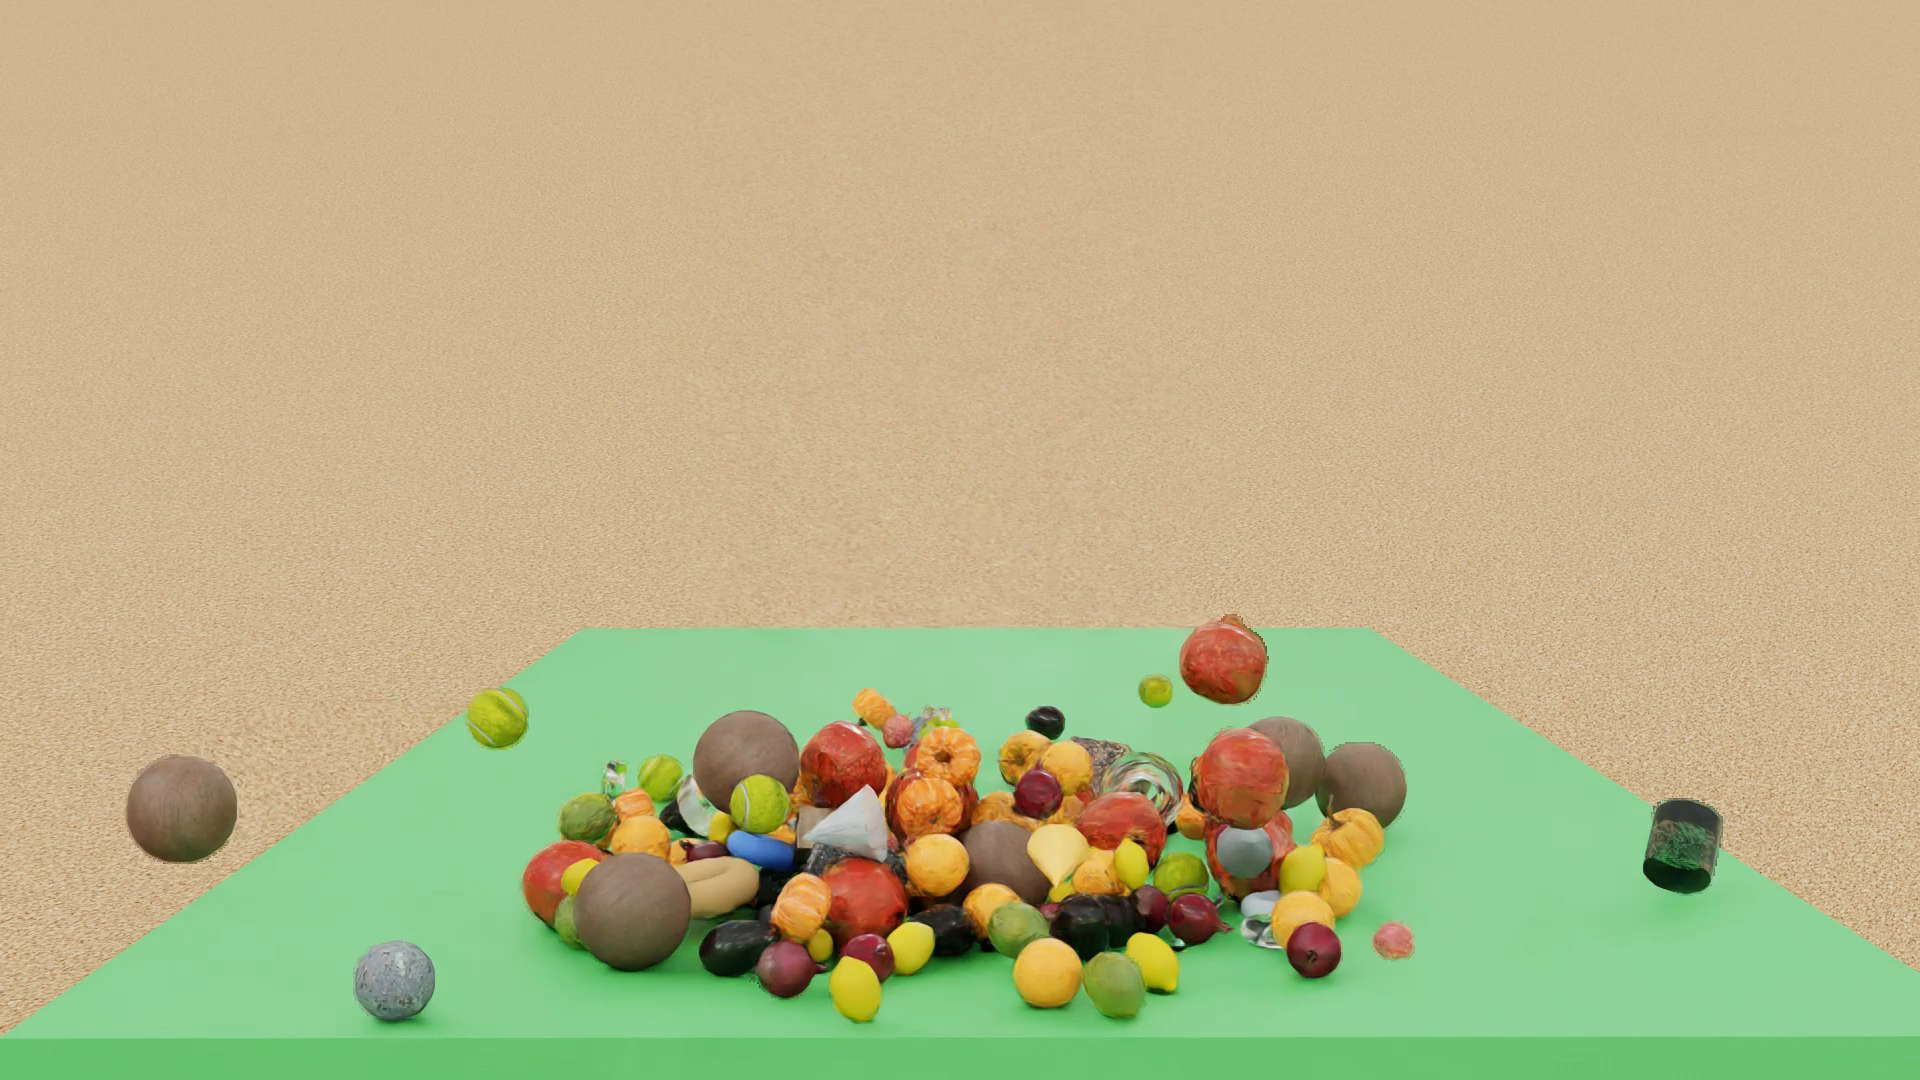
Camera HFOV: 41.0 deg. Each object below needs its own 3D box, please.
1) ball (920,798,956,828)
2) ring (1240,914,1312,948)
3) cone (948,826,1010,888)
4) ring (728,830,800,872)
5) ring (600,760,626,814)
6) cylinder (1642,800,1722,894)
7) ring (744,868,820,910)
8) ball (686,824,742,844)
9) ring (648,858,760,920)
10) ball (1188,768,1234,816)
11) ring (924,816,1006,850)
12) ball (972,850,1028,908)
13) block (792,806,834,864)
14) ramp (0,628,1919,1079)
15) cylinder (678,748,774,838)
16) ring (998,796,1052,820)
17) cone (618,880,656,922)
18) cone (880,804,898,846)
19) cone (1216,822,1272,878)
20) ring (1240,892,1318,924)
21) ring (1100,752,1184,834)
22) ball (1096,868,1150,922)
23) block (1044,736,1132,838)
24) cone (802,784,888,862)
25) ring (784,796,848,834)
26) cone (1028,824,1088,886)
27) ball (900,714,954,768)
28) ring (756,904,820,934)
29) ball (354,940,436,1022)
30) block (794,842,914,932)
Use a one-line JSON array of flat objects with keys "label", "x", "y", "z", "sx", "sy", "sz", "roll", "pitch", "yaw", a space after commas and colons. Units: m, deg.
[{"label": "ball", "x": -0.032, "y": 0.392, "z": 3.652, "sx": 0.051, "sy": 0.051, "sz": 0.051, "roll": 0, "pitch": 19, "yaw": 0}, {"label": "ring", "x": 0.364, "y": 0.450, "z": 2.952, "sx": 0.083, "sy": 0.028, "sz": 0.083, "roll": 4, "pitch": 3, "yaw": 0}, {"label": "cone", "x": 0.017, "y": 0.423, "z": 3.286, "sx": 0.083, "sy": 0.083, "sz": 0.083, "roll": -30, "pitch": 30, "yaw": -20}, {"label": "ring", "x": -0.243, "y": 0.387, "z": 3.190, "sx": 0.097, "sy": 0.032, "sz": 0.097, "roll": 18, "pitch": -2, "yaw": 1}, {"label": "ring", "x": -0.507, "y": 0.362, "z": 3.754, "sx": 0.026, "sy": 0.078, "sz": 0.078, "roll": 6, "pitch": 17, "yaw": -18}, {"label": "cylinder", "x": 0.900, "y": 0.382, "z": 3.197, "sx": 0.083, "sy": 0.083, "sz": 0.083, "roll": 8, "pitch": 52, "yaw": 22}, {"label": "ring", "x": -0.214, "y": 0.430, "z": 3.160, "sx": 0.123, "sy": 0.041, "sz": 0.123, "roll": 0, "pitch": 2, "yaw": 0}, {"label": "ball", "x": -0.342, "y": 0.380, "z": 3.580, "sx": 0.084, "sy": 0.084, "sz": 0.084, "roll": 0, "pitch": 19, "yaw": 0}, {"label": "ring", "x": -0.300, "y": 0.409, "z": 3.007, "sx": 0.134, "sy": 0.045, "sz": 0.134, "roll": -10, "pitch": 10, "yaw": 2}, {"label": "ball", "x": 0.323, "y": 0.324, "z": 3.304, "sx": 0.060, "sy": 0.060, "sz": 0.060, "roll": 0, "pitch": 19, "yaw": 0}, {"label": "ring", "x": 0.007, "y": 0.405, "z": 3.557, "sx": 0.114, "sy": 0.038, "sz": 0.114, "roll": -1, "pitch": 0, "yaw": 0}, {"label": "ball", "x": 0.050, "y": 0.416, "z": 3.151, "sx": 0.070, "sy": 0.070, "sz": 0.070, "roll": 0, "pitch": 19, "yaw": 0}, {"label": "block", "x": -0.174, "y": 0.363, "z": 3.140, "sx": 0.054, "sy": 0.054, "sz": 0.054, "roll": 6, "pitch": 61, "yaw": -6}, {"label": "ramp", "x": 0.045, "y": 0.408, "z": 4.537, "sx": 2.000, "sy": 0.100, "sz": 4.000, "roll": 0, "pitch": 4, "yaw": 0}, {"label": "cylinder", "x": -0.308, "y": 0.333, "z": 3.370, "sx": 0.096, "sy": 0.096, "sz": 0.096, "roll": -14, "pitch": -13, "yaw": -34}, {"label": "ring", "x": 0.095, "y": 0.395, "z": 3.782, "sx": 0.080, "sy": 0.027, "sz": 0.080, "roll": 4, "pitch": 0, "yaw": 0}, {"label": "cone", "x": -0.382, "y": 0.443, "z": 3.099, "sx": 0.053, "sy": 0.053, "sz": 0.053, "roll": 0, "pitch": -23, "yaw": 1}, {"label": "cone", "x": -0.119, "y": 0.408, "z": 3.546, "sx": 0.072, "sy": 0.072, "sz": 0.072, "roll": 1, "pitch": -23, "yaw": 3}, {"label": "cone", "x": 0.339, "y": 0.359, "z": 3.007, "sx": 0.067, "sy": 0.067, "sz": 0.067, "roll": -1, "pitch": -14, "yaw": -3}, {"label": "ring", "x": 0.381, "y": 0.441, "z": 3.063, "sx": 0.094, "sy": 0.031, "sz": 0.094, "roll": 1, "pitch": 4, "yaw": 0}, {"label": "ring", "x": 0.235, "y": 0.326, "z": 3.309, "sx": 0.108, "sy": 0.108, "sz": 0.036, "roll": 2, "pitch": -16, "yaw": 5}, {"label": "ball", "x": 0.195, "y": 0.425, "z": 3.070, "sx": 0.063, "sy": 0.063, "sz": 0.063, "roll": 0, "pitch": 19, "yaw": 0}, {"label": "block", "x": 0.196, "y": 0.349, "z": 3.635, "sx": 0.094, "sy": 0.094, "sz": 0.094, "roll": 6, "pitch": 52, "yaw": 36}, {"label": "cone", "x": -0.139, "y": 0.331, "z": 2.922, "sx": 0.090, "sy": 0.090, "sz": 0.090, "roll": -13, "pitch": 17, "yaw": 12}, {"label": "ring", "x": -0.175, "y": 0.395, "z": 3.629, "sx": 0.147, "sy": 0.049, "sz": 0.147, "roll": 1, "pitch": 3, "yaw": 0}, {"label": "cone", "x": 0.109, "y": 0.368, "z": 2.882, "sx": 0.070, "sy": 0.070, "sz": 0.070, "roll": 1, "pitch": 31, "yaw": 4}, {"label": "ball", "x": -0.054, "y": 0.333, "z": 4.256, "sx": 0.088, "sy": 0.088, "sz": 0.088, "roll": 0, "pitch": 19, "yaw": 0}, {"label": "ring", "x": -0.203, "y": 0.447, "z": 3.025, "sx": 0.077, "sy": 0.026, "sz": 0.077, "roll": 3, "pitch": 3, "yaw": 0}, {"label": "ball", "x": -0.573, "y": 0.447, "z": 2.605, "sx": 0.081, "sy": 0.081, "sz": 0.081, "roll": 0, "pitch": 19, "yaw": 0}, {"label": "block", "x": -0.125, "y": 0.399, "z": 3.022, "sx": 0.088, "sy": 0.088, "sz": 0.088, "roll": 27, "pitch": -11, "yaw": -26}]
